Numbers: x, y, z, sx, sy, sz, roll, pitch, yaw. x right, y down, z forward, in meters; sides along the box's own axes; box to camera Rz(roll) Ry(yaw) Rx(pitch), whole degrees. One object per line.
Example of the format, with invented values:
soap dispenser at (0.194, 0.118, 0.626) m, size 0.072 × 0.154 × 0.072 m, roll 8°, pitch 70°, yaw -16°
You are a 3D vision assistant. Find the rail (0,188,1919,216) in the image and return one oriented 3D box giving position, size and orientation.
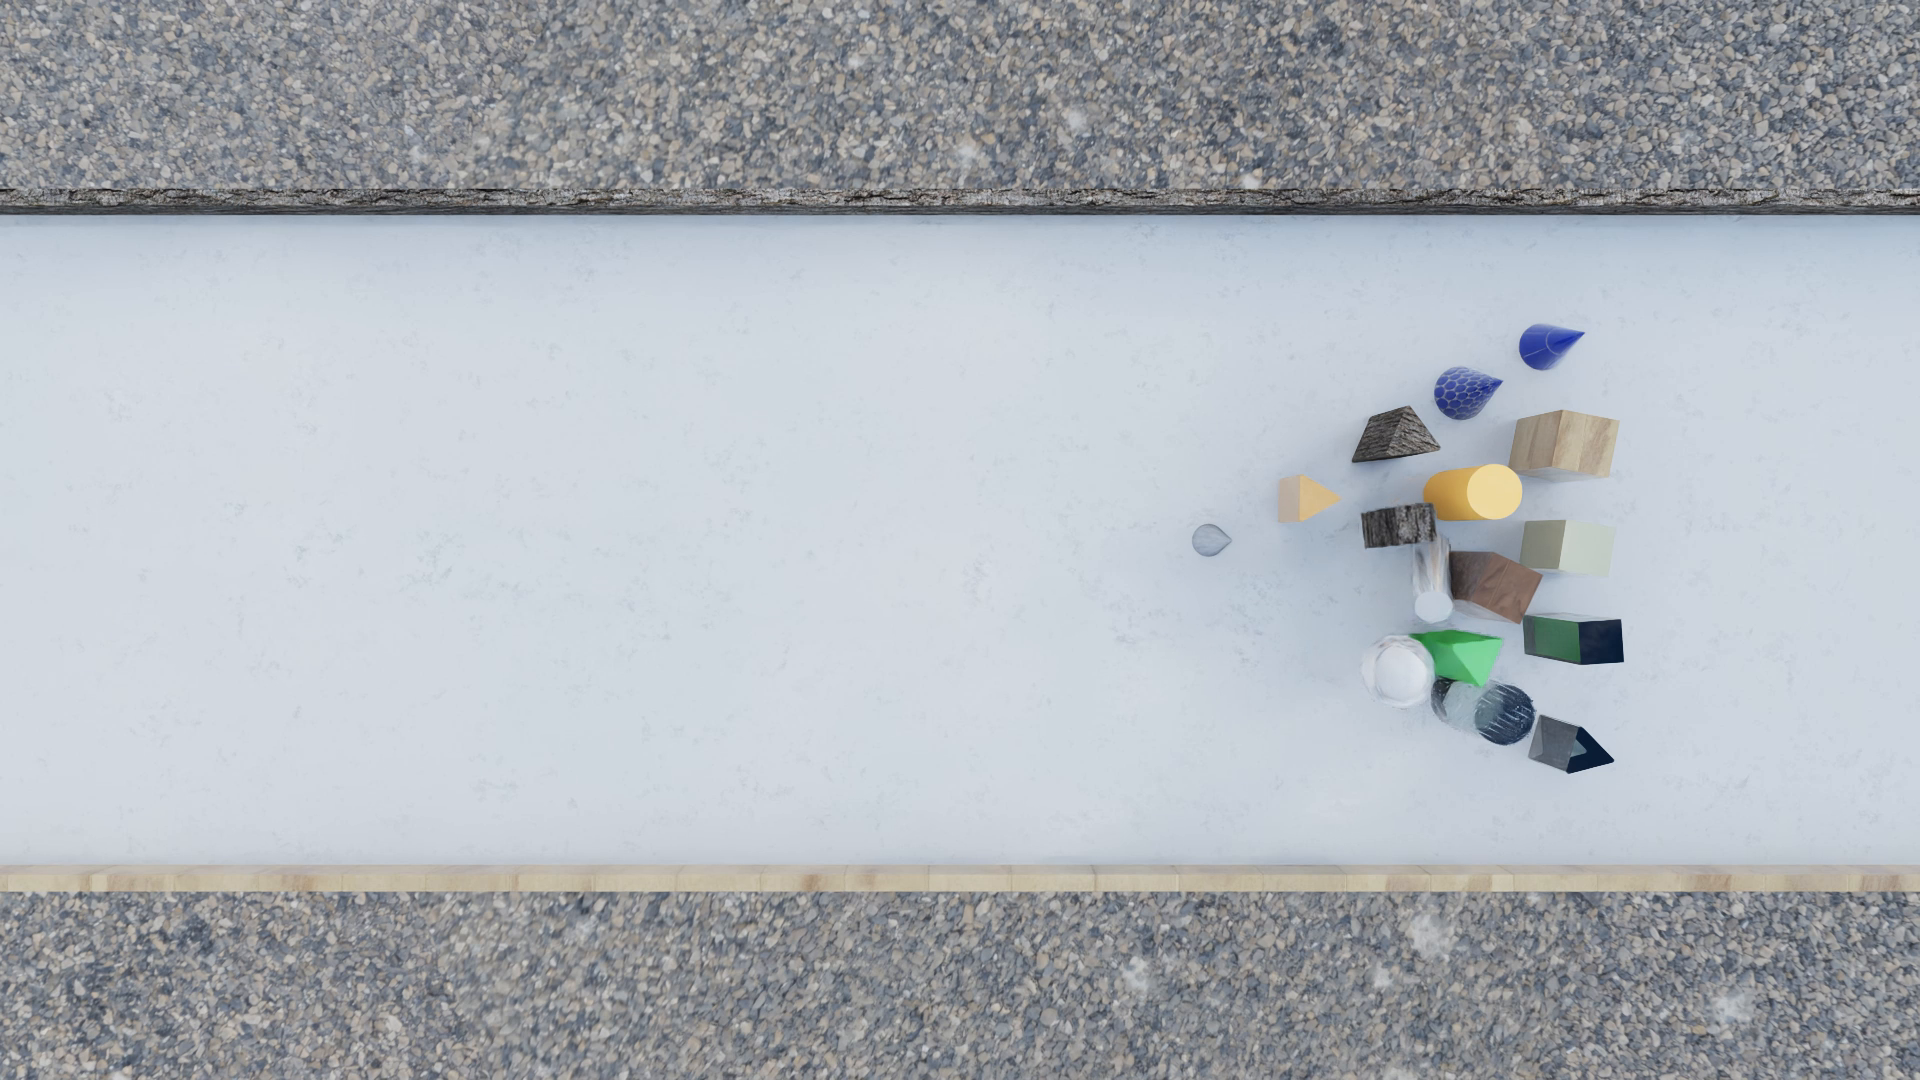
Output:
rail at (-2.247, -1.025, 5.002) m, size 12.000 × 0.150 × 0.050 m, roll 0°, pitch 90°, yaw 0°

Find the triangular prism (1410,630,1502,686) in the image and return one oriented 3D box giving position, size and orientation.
triangular prism at (1.478, 0.318, 4.875) m, size 0.127 × 0.398 × 0.146 m, roll -37°, pitch 92°, yaw -2°

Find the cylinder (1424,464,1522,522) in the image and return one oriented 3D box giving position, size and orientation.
cylinder at (1.504, -0.136, 4.857) m, size 0.156 × 0.439 × 0.156 m, roll 0°, pitch 90°, yaw 0°

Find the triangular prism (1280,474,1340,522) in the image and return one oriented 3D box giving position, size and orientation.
triangular prism at (1.014, -0.138, 4.919) m, size 0.135 × 0.315 × 0.117 m, roll -29°, pitch 90°, yaw 0°

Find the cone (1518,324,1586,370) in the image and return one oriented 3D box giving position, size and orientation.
cone at (1.793, -0.595, 4.901) m, size 0.146 × 0.351 × 0.146 m, roll 0°, pitch 90°, yaw 0°

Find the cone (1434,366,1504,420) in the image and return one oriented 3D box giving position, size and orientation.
cone at (1.542, -0.452, 4.876) m, size 0.166 × 0.401 × 0.166 m, roll 0°, pitch 90°, yaw 0°

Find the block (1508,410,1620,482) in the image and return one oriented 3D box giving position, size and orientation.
block at (1.781, -0.274, 4.886) m, size 0.166 × 0.382 × 0.166 m, roll 11°, pitch 90°, yaw 0°

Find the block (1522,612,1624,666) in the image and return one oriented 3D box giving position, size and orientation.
block at (1.795, 0.286, 4.847) m, size 0.121 × 0.459 × 0.121 m, roll -4°, pitch 90°, yaw 0°

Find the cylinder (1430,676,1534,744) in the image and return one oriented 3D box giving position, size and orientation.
cylinder at (1.536, 0.490, 4.869) m, size 0.172 × 0.410 × 0.172 m, roll 0°, pitch 91°, yaw -1°

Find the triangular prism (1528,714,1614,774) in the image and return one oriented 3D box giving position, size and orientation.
triangular prism at (1.803, 0.596, 4.915) m, size 0.141 × 0.323 × 0.122 m, roll -14°, pitch 90°, yaw 0°

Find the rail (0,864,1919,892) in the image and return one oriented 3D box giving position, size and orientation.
rail at (-2.247, 1.025, 5.001) m, size 12.000 × 0.150 × 0.050 m, roll 0°, pitch 90°, yaw 0°

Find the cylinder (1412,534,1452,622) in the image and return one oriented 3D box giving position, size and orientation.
cylinder at (1.400, 0.108, 4.895) m, size 0.106 × 0.359 × 0.106 m, roll 6°, pitch 119°, yaw 11°

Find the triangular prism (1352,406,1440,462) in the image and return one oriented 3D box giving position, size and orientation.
triangular prism at (1.275, -0.315, 4.870) m, size 0.154 × 0.412 × 0.133 m, roll -7°, pitch 90°, yaw 0°

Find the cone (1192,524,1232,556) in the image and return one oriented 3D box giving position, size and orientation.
cone at (0.765, 0.001, 4.850) m, size 0.102 × 0.453 × 0.102 m, roll 0°, pitch 90°, yaw 0°

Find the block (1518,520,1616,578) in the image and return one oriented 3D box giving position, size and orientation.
block at (1.801, 0.024, 4.905) m, size 0.145 × 0.342 × 0.145 m, roll 9°, pitch 90°, yaw 0°

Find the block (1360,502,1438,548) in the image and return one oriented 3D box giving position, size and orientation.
block at (1.297, -0.039, 4.886) m, size 0.109 × 0.376 × 0.109 m, roll -6°, pitch 88°, yaw -1°

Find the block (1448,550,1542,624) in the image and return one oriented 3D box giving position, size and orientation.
block at (1.533, 0.135, 4.849) m, size 0.153 × 0.455 × 0.153 m, roll 25°, pitch 90°, yaw 0°

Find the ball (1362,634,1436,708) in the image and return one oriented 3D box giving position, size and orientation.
ball at (1.271, 0.380, 4.783) m, size 0.209 × 0.209 × 0.209 m, roll 0°, pitch 90°, yaw 0°
